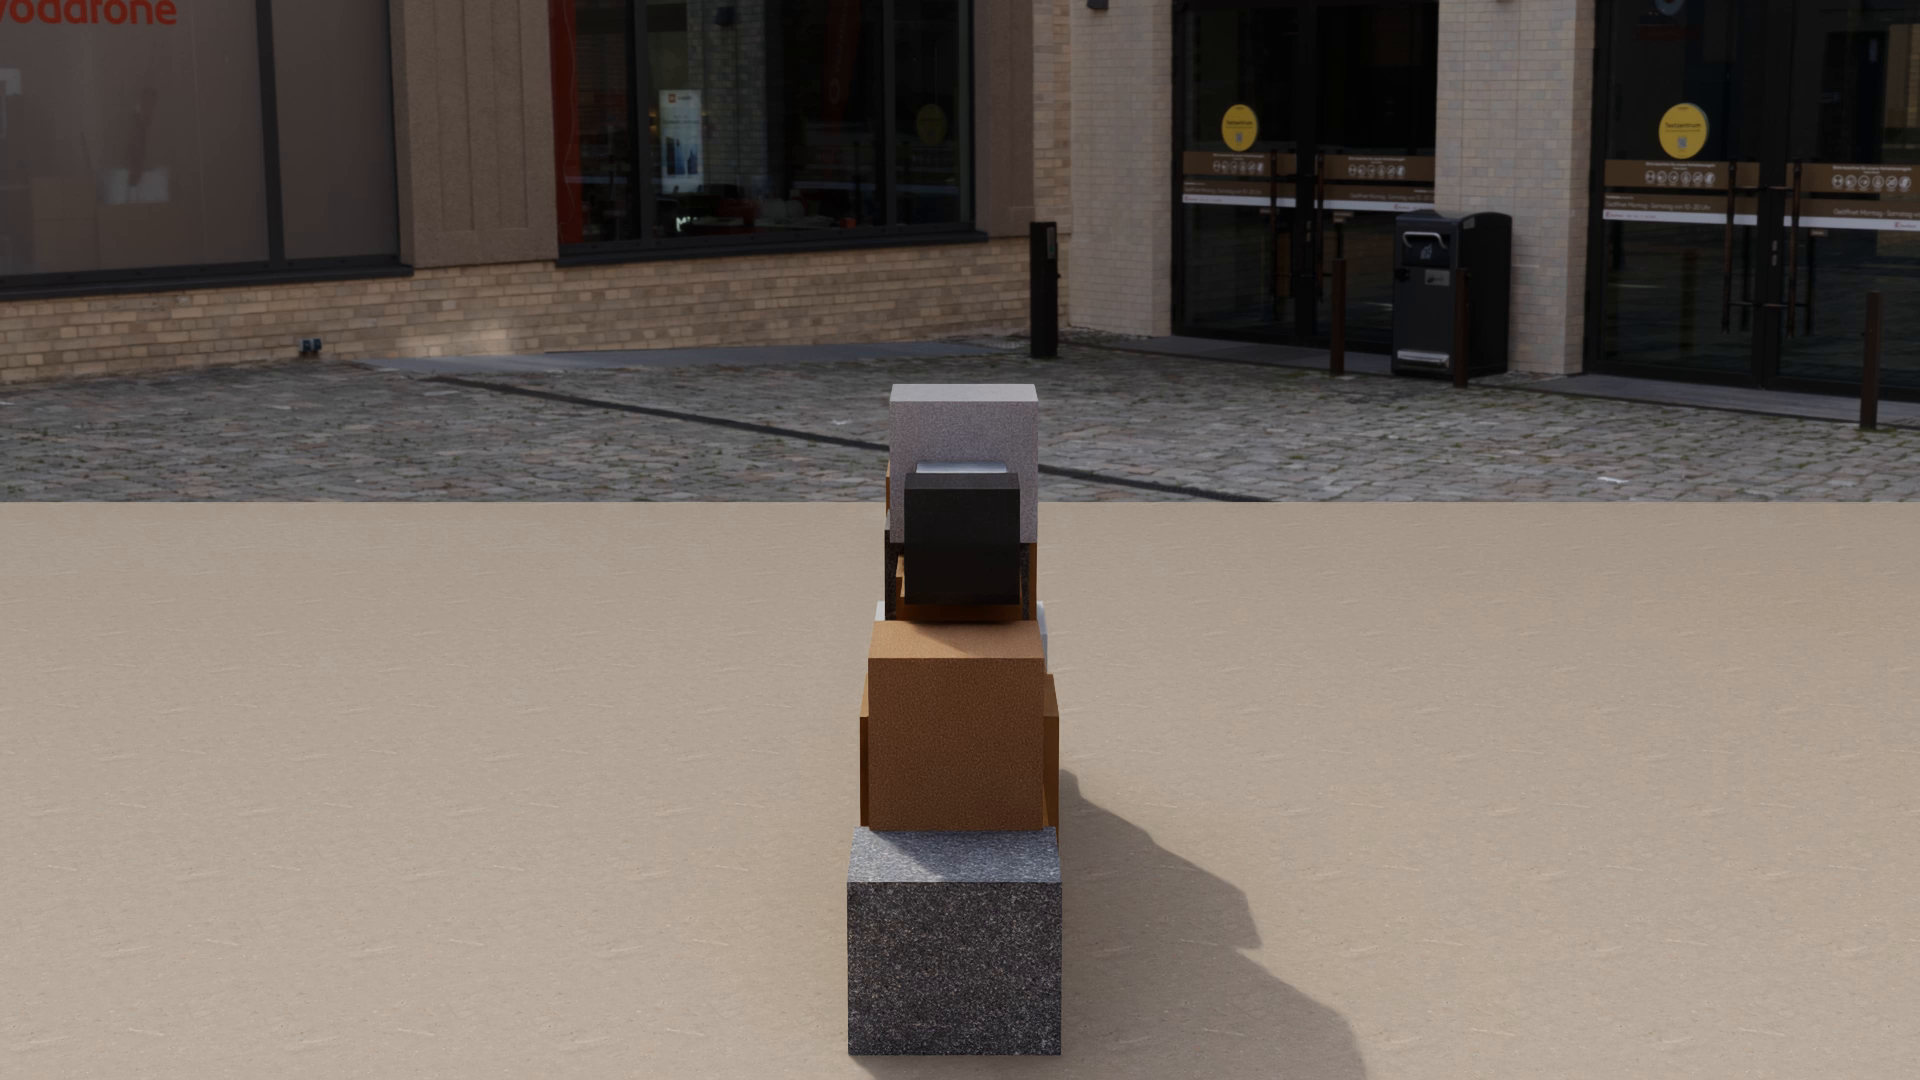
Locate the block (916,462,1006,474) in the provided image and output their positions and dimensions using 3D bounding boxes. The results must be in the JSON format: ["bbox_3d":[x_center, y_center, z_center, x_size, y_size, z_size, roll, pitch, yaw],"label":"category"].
[{"bbox_3d":[0.007,-0.079,10.860,0.377,0.454,0.419,0,10,0],"label":"block"}]

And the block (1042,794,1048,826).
[{"bbox_3d":[0.008,1.375,10.297,0.676,0.610,0.750,0,10,0],"label":"block"}]

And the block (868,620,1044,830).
[{"bbox_3d":[-0.015,0.718,10.123,0.664,0.672,0.755,0,9,0],"label":"block"}]

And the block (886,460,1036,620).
[{"bbox_3d":[0.008,0.008,12.377,0.704,0.753,0.754,0,10,0],"label":"block"}]

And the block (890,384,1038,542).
[{"bbox_3d":[0.016,-0.347,11.346,0.638,0.615,0.627,0,10,0],"label":"block"}]

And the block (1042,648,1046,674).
[{"bbox_3d":[0.006,0.968,11.787,0.756,0.879,0.760,0,10,0],"label":"block"}]

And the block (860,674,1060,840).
[{"bbox_3d":[-0.002,1.099,11.026,0.823,0.893,0.764,0,10,0],"label":"block"}]

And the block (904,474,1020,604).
[{"bbox_3d":[0.009,-0.009,10.433,0.460,0.468,0.421,0,10,0],"label":"block"}]

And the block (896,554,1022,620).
[{"bbox_3d":[-0.007,0.357,11.188,0.531,0.508,0.549,0,10,0],"label":"block"}]

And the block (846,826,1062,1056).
[{"bbox_3d":[-0.020,1.484,9.576,0.771,0.654,0.689,0,10,0],"label":"block"}]

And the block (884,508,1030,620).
[{"bbox_3d":[-0.014,0.212,11.736,0.644,0.626,0.562,0,10,0],"label":"block"}]

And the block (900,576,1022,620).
[{"bbox_3d":[0.006,0.444,10.692,0.496,0.515,0.446,0,10,0],"label":"block"}]

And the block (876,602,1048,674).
[{"bbox_3d":[0.001,0.818,12.546,0.825,0.901,0.767,0,10,0],"label":"block"}]
